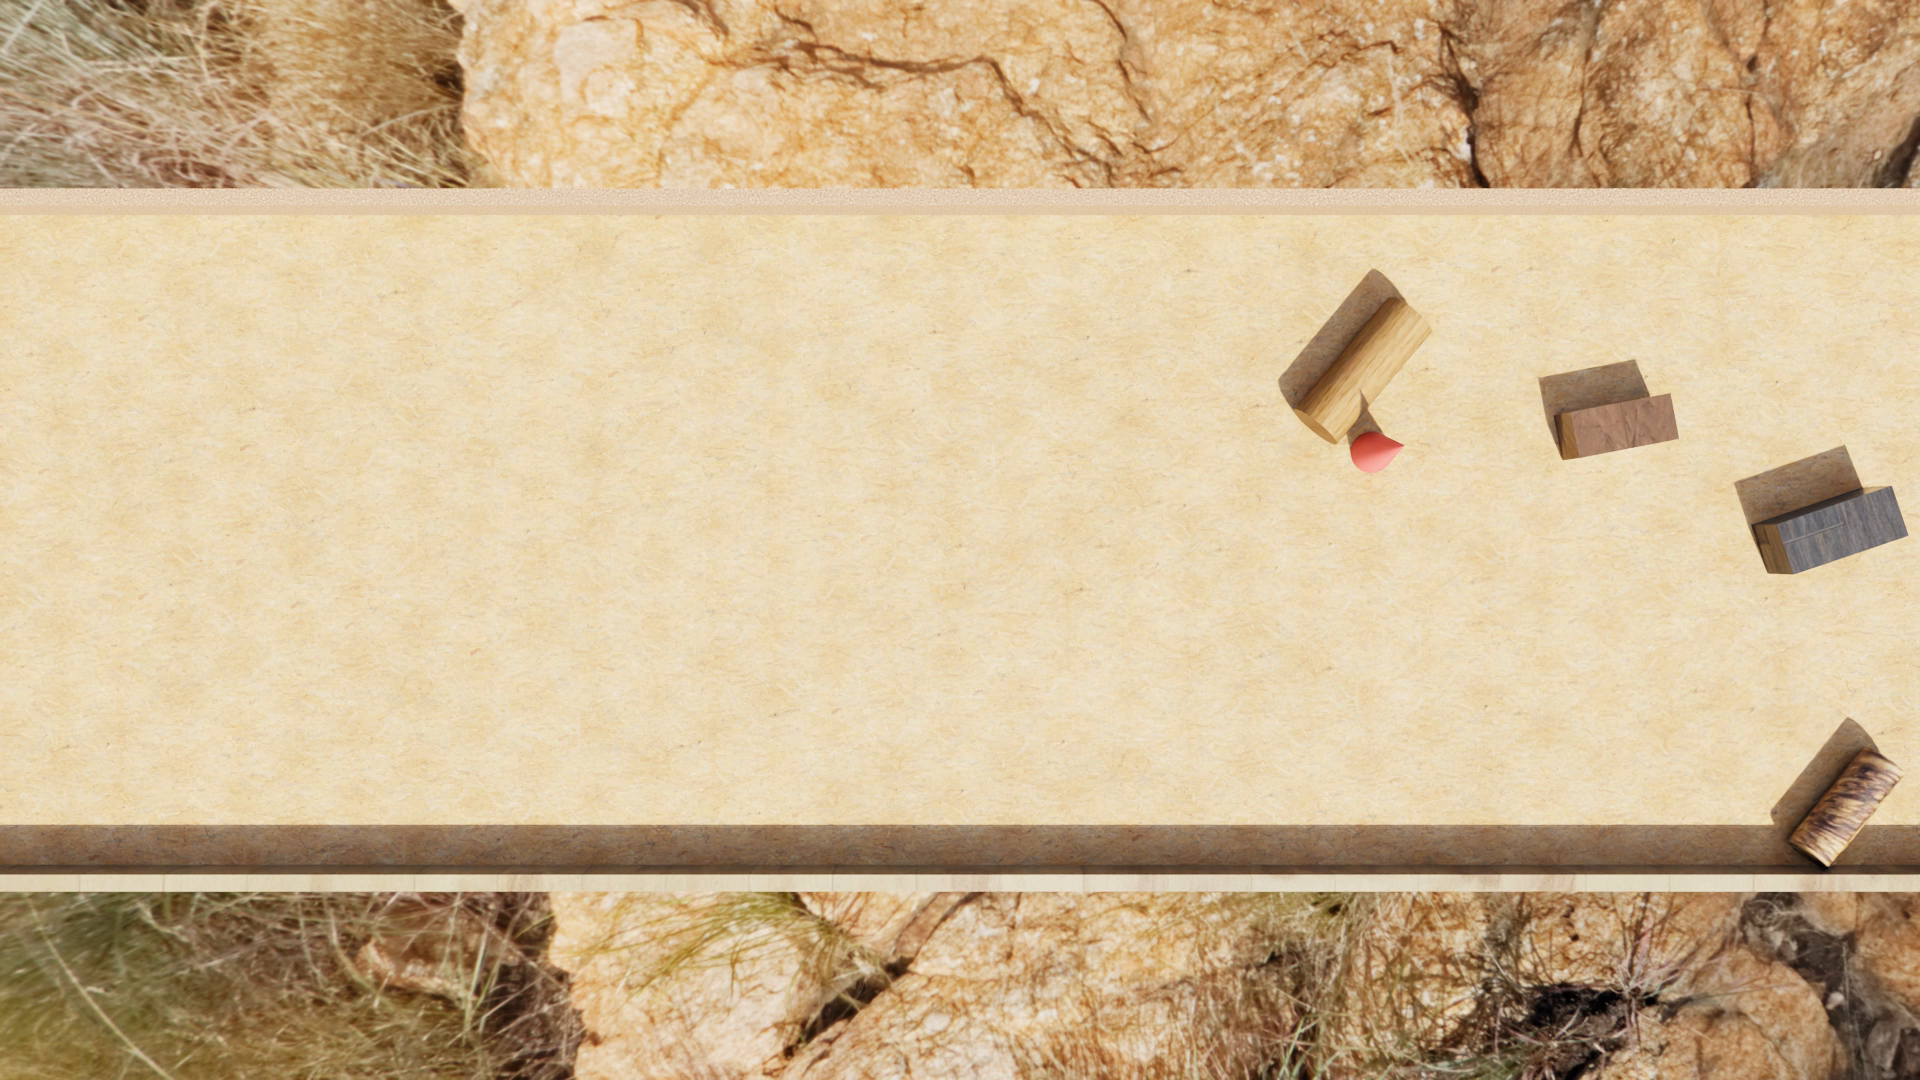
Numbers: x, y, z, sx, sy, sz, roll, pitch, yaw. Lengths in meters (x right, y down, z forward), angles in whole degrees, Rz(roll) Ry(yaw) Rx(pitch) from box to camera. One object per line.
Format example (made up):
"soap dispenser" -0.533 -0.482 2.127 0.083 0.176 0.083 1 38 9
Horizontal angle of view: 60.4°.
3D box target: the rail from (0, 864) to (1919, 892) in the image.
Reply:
"rail" -2.247 1.025 5.001 12.000 0.150 0.050 0 90 0

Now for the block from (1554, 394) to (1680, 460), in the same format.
"block" 1.990 -0.343 5.006 0.305 0.141 0.141 -11 90 0

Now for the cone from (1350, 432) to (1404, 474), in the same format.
"cone" 1.266 -0.270 4.884 0.128 0.384 0.128 0 90 0

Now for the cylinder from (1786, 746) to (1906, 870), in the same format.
"cylinder" 2.690 0.814 5.009 0.136 0.136 0.367 39 90 0

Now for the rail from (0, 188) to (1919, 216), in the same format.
"rail" -2.247 -1.025 5.002 12.000 0.150 0.050 0 90 0

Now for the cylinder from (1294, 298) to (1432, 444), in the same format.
"cylinder" 1.218 -0.511 4.993 0.166 0.166 0.442 40 90 0

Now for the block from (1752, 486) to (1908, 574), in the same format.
"block" 2.632 -0.030 4.997 0.363 0.159 0.159 -19 90 0
